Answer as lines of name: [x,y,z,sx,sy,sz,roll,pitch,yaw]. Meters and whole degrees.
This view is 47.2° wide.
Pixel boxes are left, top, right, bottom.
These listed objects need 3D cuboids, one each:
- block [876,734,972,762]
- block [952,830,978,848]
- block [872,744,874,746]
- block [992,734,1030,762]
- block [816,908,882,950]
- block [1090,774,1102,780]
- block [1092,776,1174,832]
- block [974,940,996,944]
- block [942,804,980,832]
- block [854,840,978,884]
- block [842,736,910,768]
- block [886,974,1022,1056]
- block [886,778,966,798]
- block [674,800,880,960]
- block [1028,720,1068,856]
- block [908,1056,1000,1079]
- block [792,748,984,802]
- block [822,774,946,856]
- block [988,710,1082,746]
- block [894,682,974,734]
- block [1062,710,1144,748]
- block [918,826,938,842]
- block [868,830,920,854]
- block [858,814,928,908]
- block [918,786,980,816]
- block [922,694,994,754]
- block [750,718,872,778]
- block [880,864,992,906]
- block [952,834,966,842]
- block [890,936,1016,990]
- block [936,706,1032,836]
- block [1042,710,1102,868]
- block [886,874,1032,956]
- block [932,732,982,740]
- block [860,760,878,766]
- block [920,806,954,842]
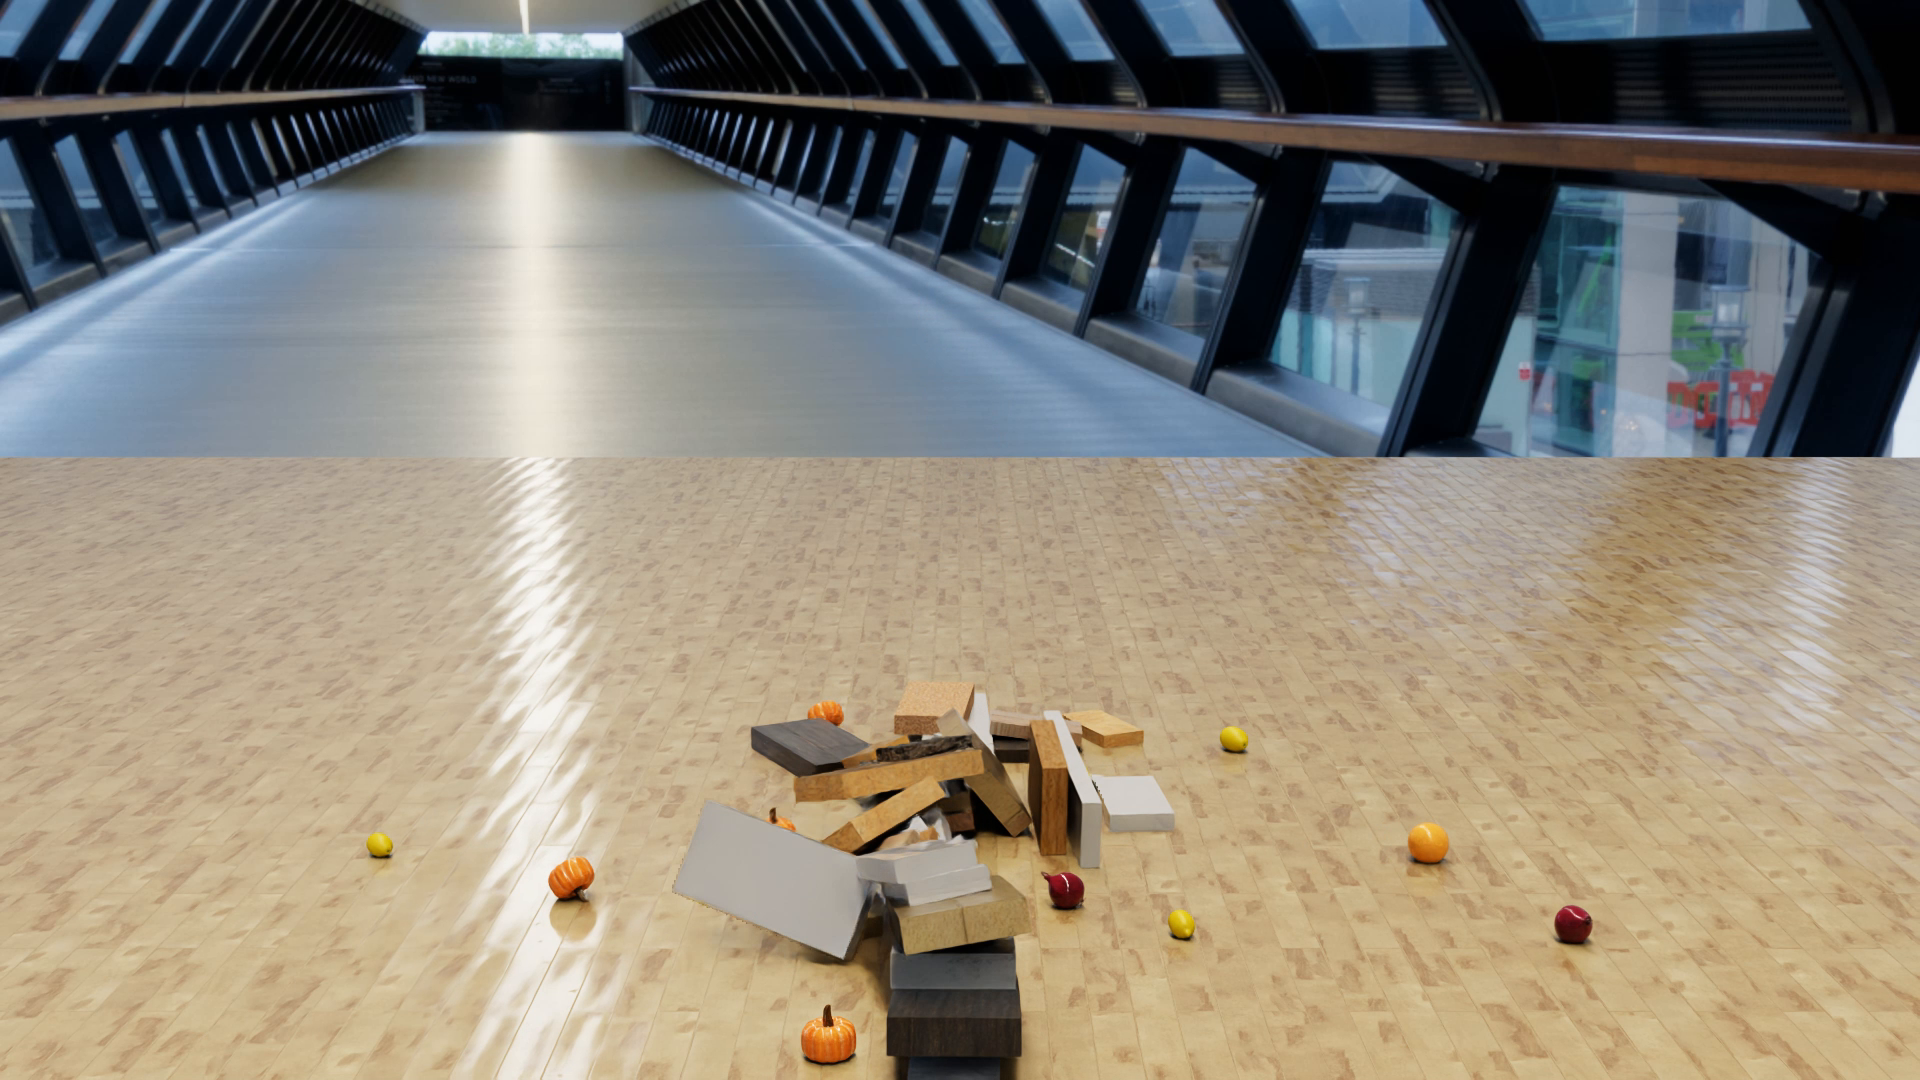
block: [-0.063,0.371,3.924,0.081,0.023,0.162,-10,-3,43]
block: [-0.001,0.522,3.837,0.045,0.013,0.091,-7,8,-9]
block: [-0.155,0.432,4.485,0.092,0.013,0.046,4,11,22]
block: [0.112,0.418,4.520,0.094,0.027,0.189,0,11,-1]
block: [-0.234,0.596,3.544,0.118,0.034,0.237,-6,12,-31]
block: [0.230,0.469,4.287,0.092,0.013,0.046,2,11,8]
block: [0.321,0.492,4.106,0.118,0.034,0.237,-1,11,-4]
block: [0.028,0.576,3.290,0.059,0.017,0.288,0,-2,4]
block: [-0.023,0.498,3.901,0.107,0.030,0.214,-8,-4,3]
block: [-0.067,0.472,3.235,0.121,0.034,0.241,-10,-4,-17]
block: [-0.159,0.403,4.154,0.081,0.023,0.162,-24,-1,-25]
block: [-0.006,0.648,3.013,0.175,0.049,0.349,0,-2,1]
block: [-0.059,0.442,3.906,0.107,0.030,0.214,-9,-4,7]
block: [-0.281,0.525,3.408,0.298,0.149,0.042,19,-5,17]
block: [0.159,0.447,4.004,0.045,0.159,0.318,0,10,-2]
block: [-0.011,0.749,2.720,0.121,0.034,0.640,0,11,1]
block: [-0.122,0.407,3.801,0.298,0.042,0.149,-6,-4,-38]
block: [-0.152,0.477,3.616,0.149,0.042,0.298,-38,-8,25]
block: [0.155,0.387,4.536,0.189,0.027,0.095,8,10,-1]
block: [-0.051,0.352,4.621,0.141,0.040,0.283,1,11,5]
block: [0.297,0.397,4.635,0.095,0.027,0.189,-5,12,-26]
block: [-0.071,0.496,3.437,0.059,0.017,0.119,-29,16,19]
block: [-0.113,0.494,3.475,0.059,0.017,0.119,-52,14,-32]
block: [-0.084,0.518,3.497,0.124,0.035,0.248,-35,15,-6]
block: [-0.025,0.475,4.014,0.107,0.030,0.214,-8,-4,5]
block: [-0.008,0.404,4.563,0.141,0.040,0.527,0,11,-2]
block: [-0.285,0.426,4.431,0.159,0.045,0.318,-6,12,-28]
block: [-0.039,0.501,3.228,0.121,0.034,0.241,-11,-4,-12]
block: [-0.035,0.558,3.553,0.124,0.035,0.248,-34,9,3]
block: [-0.007,0.607,3.238,0.175,0.049,0.349,0,-2,1]
block: [0.042,0.430,4.115,0.045,0.159,0.357,-40,13,1]
block: [0.202,0.451,4.053,0.034,0.118,0.556,0,12,-5]
block: [-0.008,0.534,3.150,0.175,0.049,0.349,-9,-3,-6]
block: [-0.006,0.402,4.429,0.046,0.013,0.092,-10,15,-44]
block: [-0.103,0.433,4.102,0.141,0.040,0.283,-8,-9,2]
block: [-0.072,0.521,3.654,0.124,0.035,0.248,-34,9,1]
